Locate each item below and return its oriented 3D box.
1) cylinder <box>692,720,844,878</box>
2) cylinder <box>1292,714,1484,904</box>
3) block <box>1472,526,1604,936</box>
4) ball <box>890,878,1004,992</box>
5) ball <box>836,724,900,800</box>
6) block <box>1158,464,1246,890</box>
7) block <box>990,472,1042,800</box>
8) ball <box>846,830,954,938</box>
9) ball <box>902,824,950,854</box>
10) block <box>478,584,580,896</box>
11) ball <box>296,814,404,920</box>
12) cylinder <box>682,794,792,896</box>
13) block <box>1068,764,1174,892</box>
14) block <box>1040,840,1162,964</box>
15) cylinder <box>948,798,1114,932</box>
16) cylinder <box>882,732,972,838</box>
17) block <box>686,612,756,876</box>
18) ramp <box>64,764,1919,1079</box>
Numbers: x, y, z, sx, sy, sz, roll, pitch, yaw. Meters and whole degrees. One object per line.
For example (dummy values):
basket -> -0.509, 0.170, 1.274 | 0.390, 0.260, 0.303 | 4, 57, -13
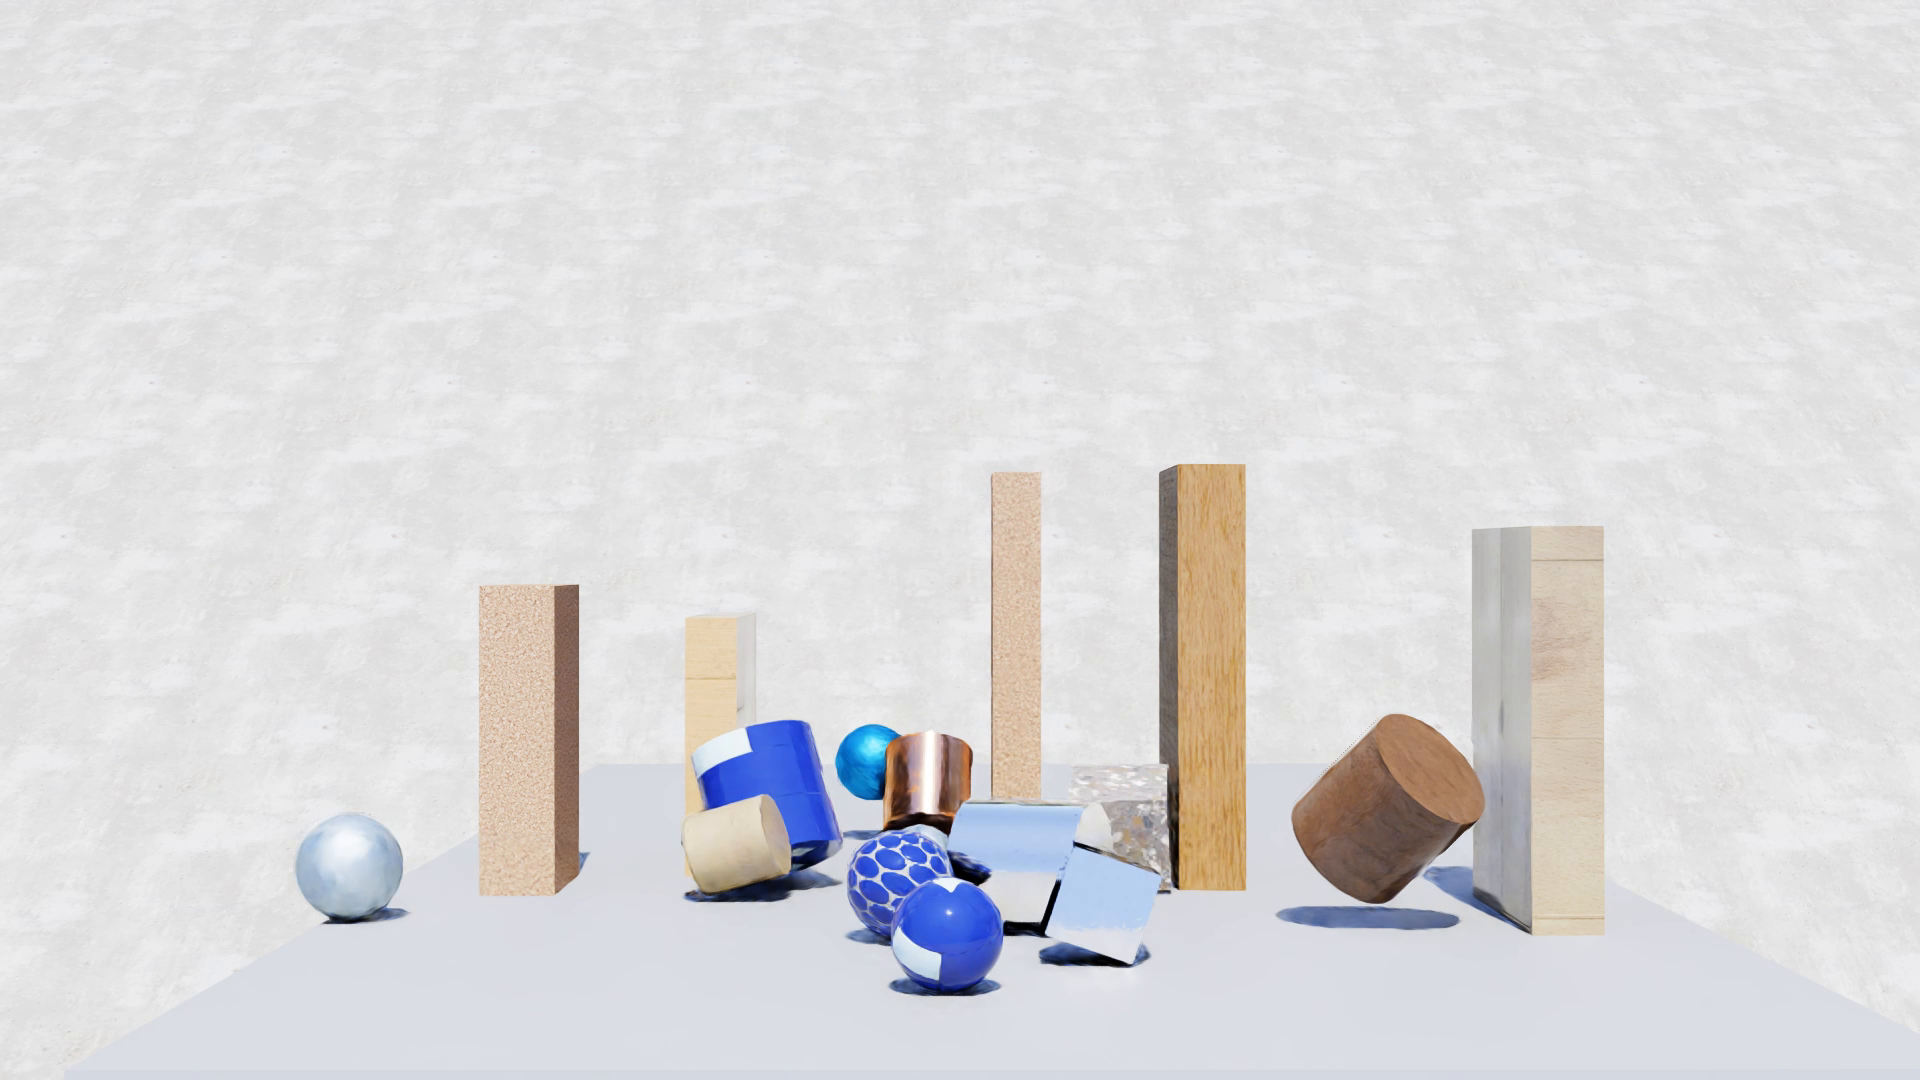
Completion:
cylinder -> -0.313, 0.426, 4.208 | 0.204, 0.204, 0.204 | -11, 70, -17
cylinder -> 0.612, 0.385, 3.709 | 0.195, 0.195, 0.195 | 26, 35, -20
block -> 0.856, 0.270, 3.856 | 0.102, 0.576, 0.424 | 0, 0, 0
ball -> -0.016, 0.484, 3.172 | 0.140, 0.140, 0.140 | 0, 31, 0
ball -> -0.162, 0.418, 4.863 | 0.144, 0.144, 0.144 | 0, 31, 0
block -> 0.402, 0.221, 4.332 | 0.108, 0.681, 0.394 | 0, 0, 0
block -> 0.104, 0.220, 4.889 | 0.088, 0.689, 0.287 | 0, 0, 0
ball -> -0.082, 0.477, 3.587 | 0.151, 0.151, 0.151 | 0, 31, 0
ball -> -0.062, 0.501, 4.025 | 0.117, 0.117, 0.117 | 0, 31, 0
block -> -0.698, 0.317, 4.212 | 0.119, 0.487, 0.268 | 0, 0, 0
ball -> -0.896, 0.480, 3.803 | 0.155, 0.155, 0.155 | 0, 31, 0
cylinder -> -0.346, 0.474, 4.025 | 0.129, 0.129, 0.129 | -17, 29, 10
block -> 0.258, 0.460, 4.138 | 0.154, 0.154, 0.154 | -3, 16, 6
block -> 0.185, 0.476, 3.417 | 0.121, 0.121, 0.121 | 19, -2, 0
cylinder -> 0.101, 0.463, 3.687 | 0.186, 0.186, 0.186 | 0, 29, 22
cylinder -> -0.058, 0.455, 4.694 | 0.158, 0.158, 0.158 | 1, 60, 1
block -> -0.416, 0.347, 4.542 | 0.087, 0.432, 0.424 | 0, 0, 0
ramp -> 0.069, 0.614, 4.688 | 2.000, 0.100, 4.000 | 0, 0, 0
